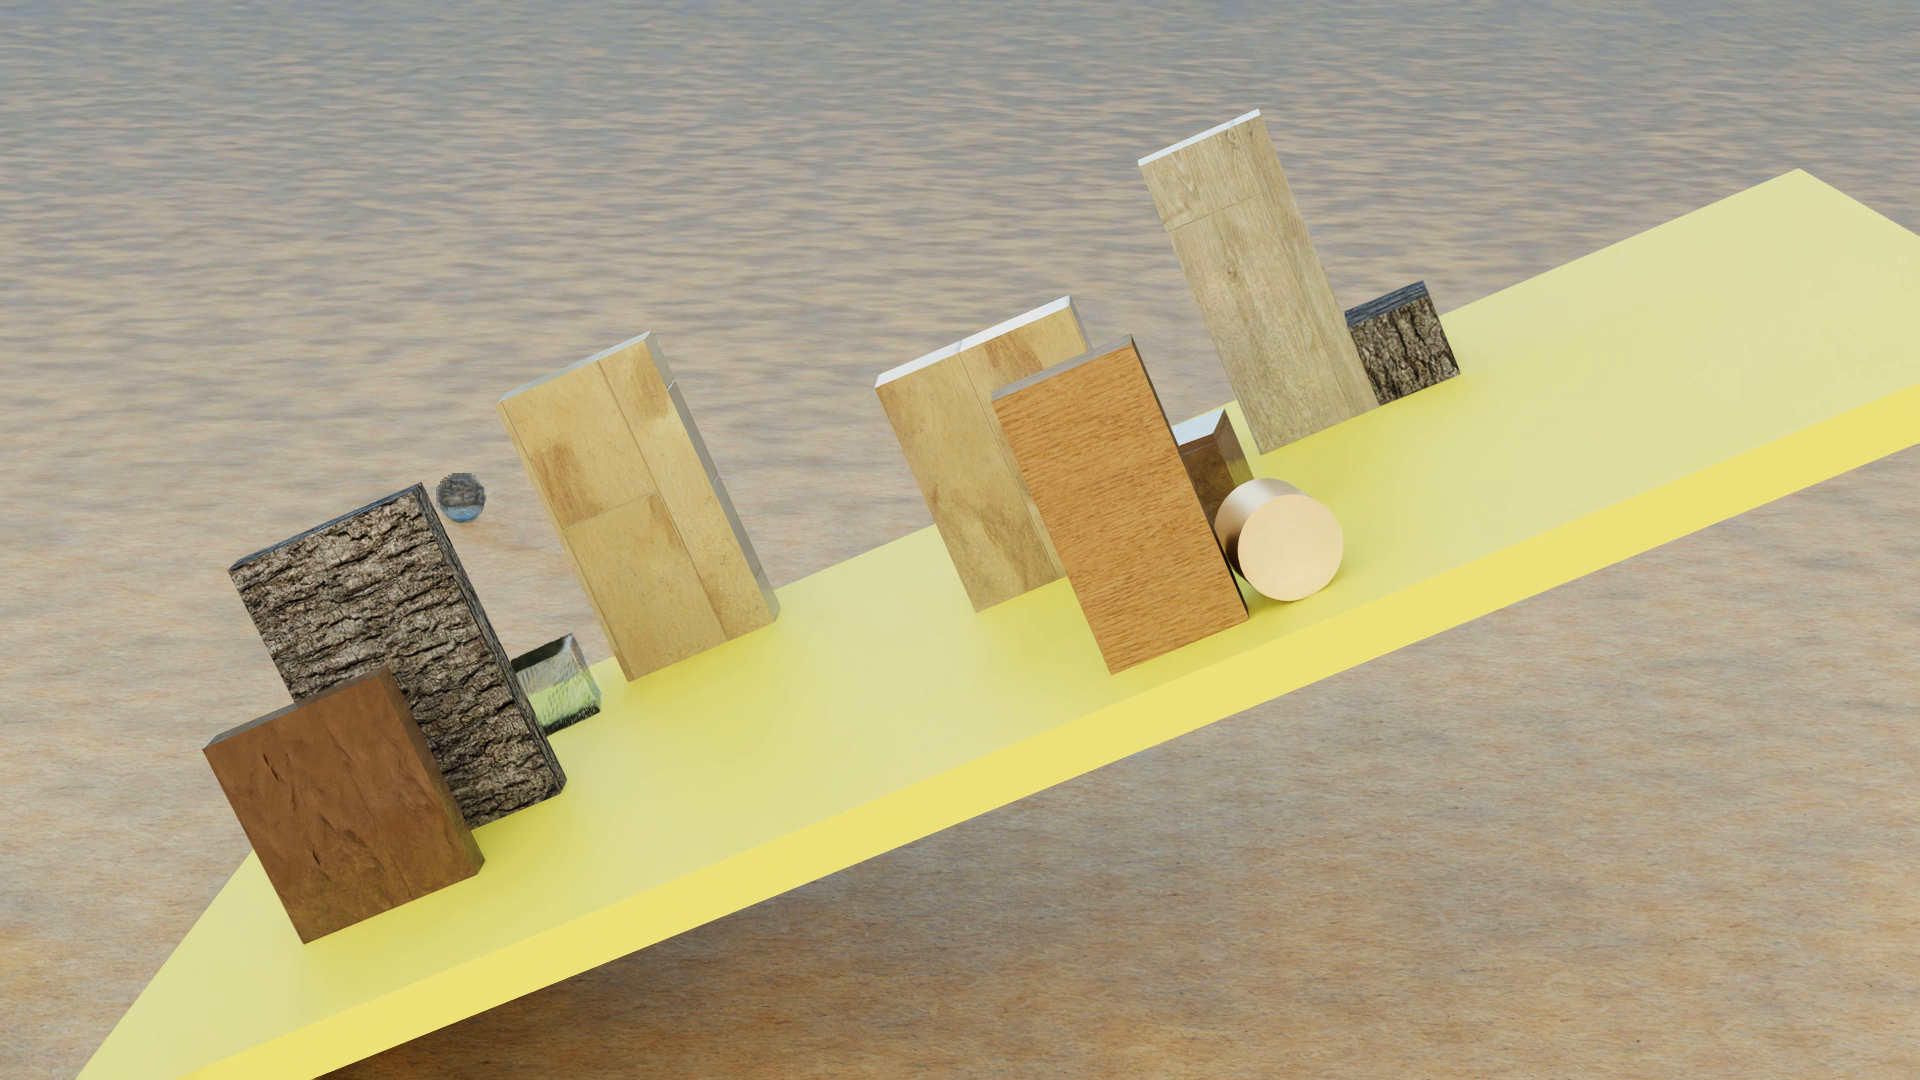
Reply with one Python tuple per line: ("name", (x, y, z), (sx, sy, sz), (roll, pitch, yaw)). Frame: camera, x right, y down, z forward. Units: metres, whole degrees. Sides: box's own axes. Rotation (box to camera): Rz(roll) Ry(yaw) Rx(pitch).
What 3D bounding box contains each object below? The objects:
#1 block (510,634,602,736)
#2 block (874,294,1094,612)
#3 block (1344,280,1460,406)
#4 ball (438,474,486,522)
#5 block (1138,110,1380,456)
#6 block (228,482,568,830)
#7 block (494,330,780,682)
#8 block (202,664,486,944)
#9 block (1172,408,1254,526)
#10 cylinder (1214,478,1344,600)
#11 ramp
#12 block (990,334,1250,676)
("block", (-0.961, 0.347, 6.951), (0.168, 0.168, 0.168), (-24, 13, -1))
("block", (0.134, -0.182, 6.267), (0.444, 0.534, 0.136), (-22, 13, 8))
("block", (0.984, -0.440, 6.555), (0.190, 0.190, 0.190), (-22, 13, 10))
("ball", (-1.777, -0.148, 10.485), (0.169, 0.169, 0.169), (0, 15, 0))
("block", (0.661, -0.566, 6.494), (0.283, 0.700, 0.107), (-22, 13, 8))
("block", (-1.205, 0.294, 6.329), (0.439, 0.727, 0.095), (-22, 13, 8))
("block", (-0.763, -0.078, 7.013), (0.390, 0.741, 0.130), (-22, 13, 8))
("block", (-1.258, 0.543, 6.019), (0.402, 0.460, 0.082), (-22, 13, 8))
("block", (0.494, -0.135, 6.201), (0.191, 0.191, 0.191), (-20, 13, 18))
("cylinder", (0.590, -0.003, 5.465), (0.198, 0.198, 0.198), (-2, 10, -8))
("ramp", (0.130, 0.171, 6.286), (4.000, 0.100, 2.000), (-22, 13, 8))
("block", (0.296, -0.064, 5.414), (0.276, 0.562, 0.096), (-22, 13, 8))
